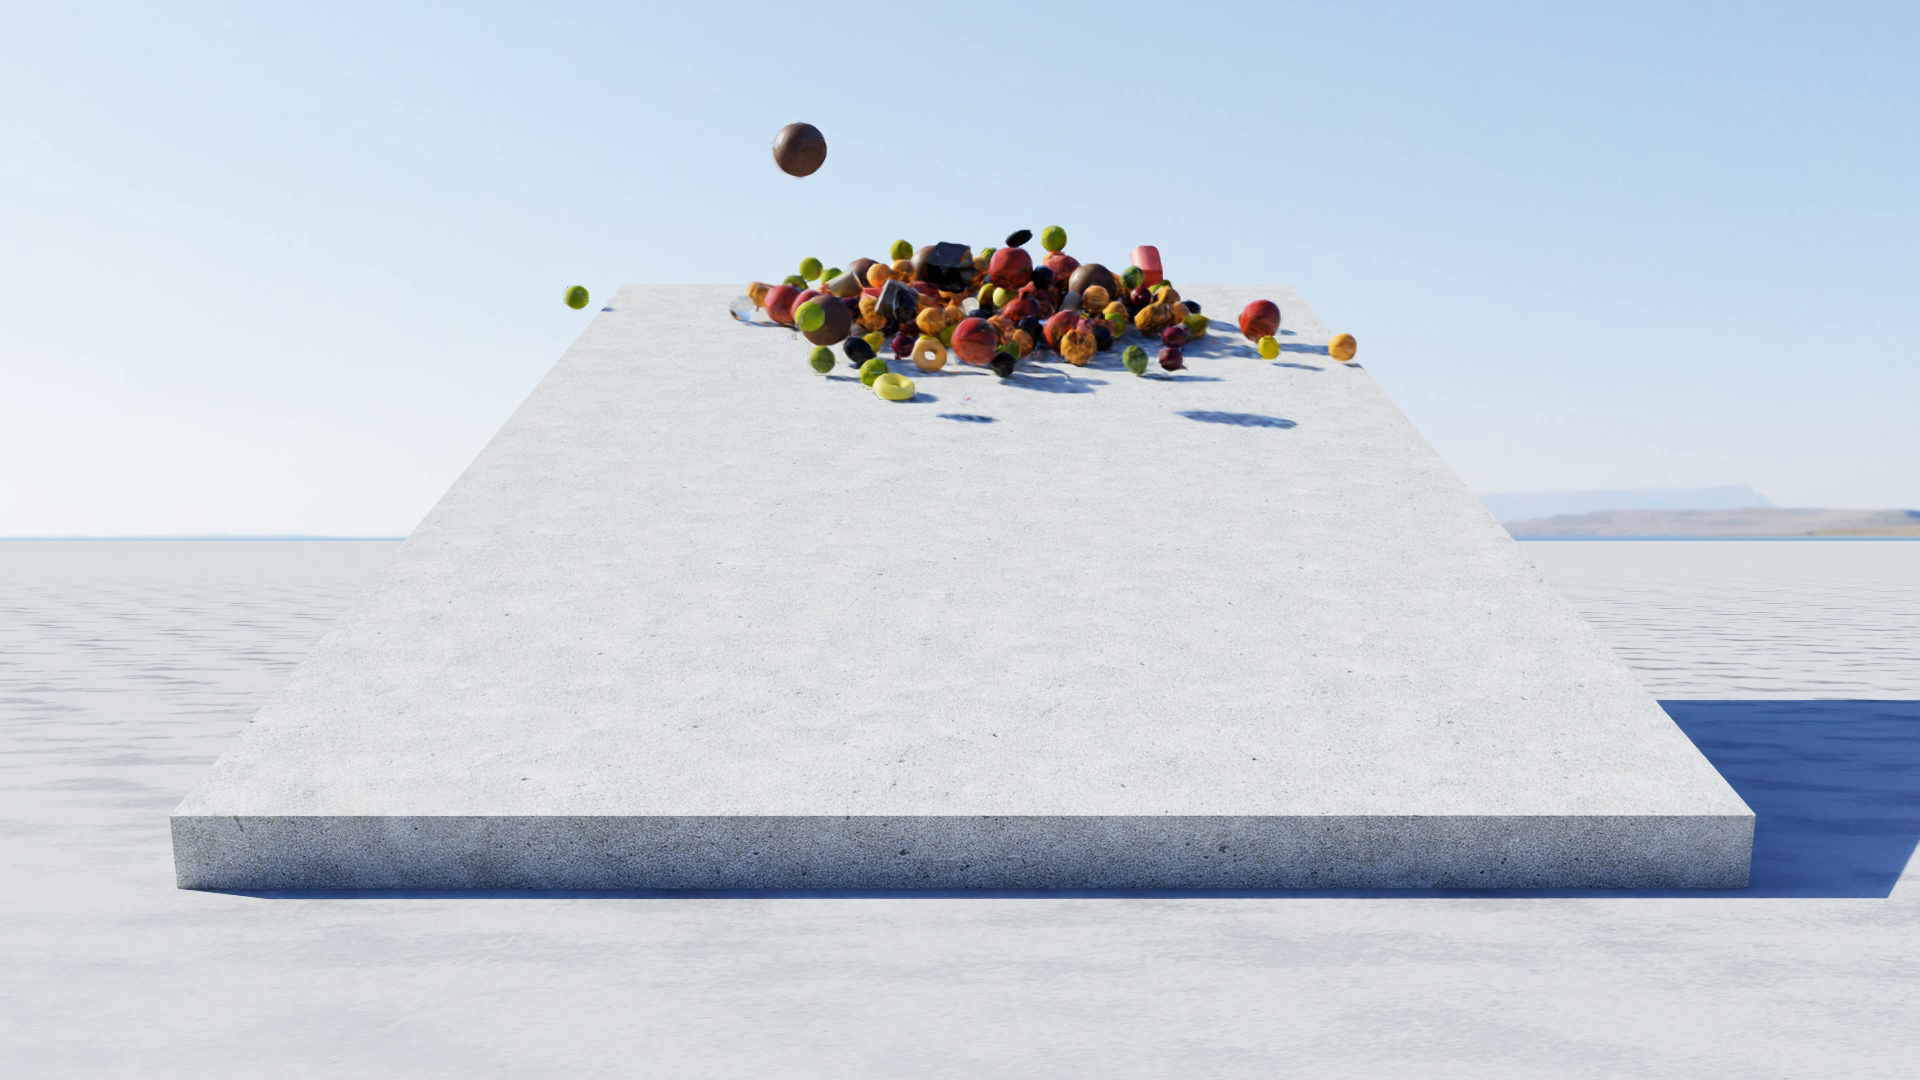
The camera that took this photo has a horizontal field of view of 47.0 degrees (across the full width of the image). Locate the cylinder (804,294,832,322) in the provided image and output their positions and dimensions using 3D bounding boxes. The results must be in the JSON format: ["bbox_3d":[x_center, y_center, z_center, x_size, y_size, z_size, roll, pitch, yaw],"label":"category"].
[{"bbox_3d":[-0.385,-0.631,6.045,0.062,0.062,0.062,25,7,15],"label":"cylinder"}]

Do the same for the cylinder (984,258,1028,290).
[{"bbox_3d":[0.131,-0.736,6.253,0.093,0.093,0.093,-36,8,-10],"label":"cylinder"}]

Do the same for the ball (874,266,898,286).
[{"bbox_3d":[-0.216,-0.772,6.517,0.070,0.070,0.070,0,0,0],"label":"ball"}]

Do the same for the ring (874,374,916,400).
[{"bbox_3d":[-0.151,-0.354,5.113,0.098,0.033,0.098,8,31,-5],"label":"ring"}]

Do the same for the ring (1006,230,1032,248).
[{"bbox_3d":[0.167,-0.854,6.259,0.080,0.027,0.080,-20,-10,-4],"label":"ring"}]

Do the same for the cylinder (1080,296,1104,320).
[{"bbox_3d":[0.362,-0.633,6.030,0.053,0.053,0.053,-17,0,0],"label":"cylinder"}]

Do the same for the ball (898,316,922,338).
[{"bbox_3d":[-0.131,-0.560,5.803,0.061,0.061,0.061,0,0,0],"label":"ball"}]

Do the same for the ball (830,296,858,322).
[{"bbox_3d":[-0.317,-0.634,6.023,0.076,0.076,0.076,0,0,0],"label":"ball"}]

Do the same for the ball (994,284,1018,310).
[{"bbox_3d":[0.121,-0.641,5.839,0.067,0.067,0.067,0,0,0],"label":"ball"}]

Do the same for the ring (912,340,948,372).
[{"bbox_3d":[-0.074,-0.452,5.405,0.088,0.088,0.029,0,-24,-13],"label":"ring"}]

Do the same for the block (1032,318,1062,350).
[{"bbox_3d":[0.223,-0.528,5.680,0.064,0.064,0.064,-5,19,-9],"label":"block"}]

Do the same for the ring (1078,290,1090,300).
[{"bbox_3d":[0.366,-0.701,6.322,0.080,0.027,0.080,-21,7,3],"label":"ring"}]

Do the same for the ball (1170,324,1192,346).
[{"bbox_3d":[0.571,-0.530,5.712,0.056,0.056,0.056,0,0,0],"label":"ball"}]

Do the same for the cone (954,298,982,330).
[{"bbox_3d":[0.049,-0.595,5.961,0.091,0.091,0.091,0,-15,44],"label":"cone"}]

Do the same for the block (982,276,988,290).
[{"bbox_3d":[0.113,-0.730,6.375,0.067,0.067,0.067,-15,22,-33],"label":"block"}]

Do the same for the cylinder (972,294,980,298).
[{"bbox_3d":[0.059,-0.635,6.046,0.062,0.062,0.062,4,22,-2],"label":"cylinder"}]

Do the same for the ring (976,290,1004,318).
[{"bbox_3d":[0.080,-0.634,6.000,0.099,0.099,0.033,0,22,-37],"label":"ring"}]

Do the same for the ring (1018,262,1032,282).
[{"bbox_3d":[0.157,-0.764,6.435,0.109,0.109,0.036,0,42,7],"label":"ring"}]

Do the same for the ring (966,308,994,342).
[{"bbox_3d":[0.060,-0.555,5.736,0.034,0.101,0.101,-43,24,-28],"label":"ring"}]

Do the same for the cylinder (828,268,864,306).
[{"bbox_3d":[-0.303,-0.673,5.873,0.072,0.072,0.072,-29,-3,6],"label":"cylinder"}]

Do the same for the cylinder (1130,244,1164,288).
[{"bbox_3d":[0.509,-0.747,6.025,0.082,0.082,0.082,-5,-31,-3],"label":"cylinder"}]

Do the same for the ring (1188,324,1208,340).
[{"bbox_3d":[0.605,-0.546,5.811,0.089,0.030,0.089,-5,16,1],"label":"ring"}]

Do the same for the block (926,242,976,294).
[{"bbox_3d":[-0.025,-0.745,6.042,0.093,0.093,0.093,12,-37,24],"label":"block"}]

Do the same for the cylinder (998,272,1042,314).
[{"bbox_3d":[0.165,-0.689,6.168,0.088,0.088,0.088,30,19,35],"label":"cylinder"}]

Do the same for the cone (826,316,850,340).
[{"bbox_3d":[-0.305,-0.551,5.821,0.069,0.069,0.069,0,0,30],"label":"cone"}]

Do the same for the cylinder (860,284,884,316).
[{"bbox_3d":[-0.224,-0.647,5.962,0.069,0.069,0.069,-22,11,-28],"label":"cylinder"}]

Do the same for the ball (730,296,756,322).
[{"bbox_3d":[-0.594,-0.630,6.024,0.072,0.072,0.072,0,0,0],"label":"ball"}]

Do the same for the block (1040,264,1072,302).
[{"bbox_3d":[0.275,-0.735,6.330,0.078,0.078,0.078,4,39,7],"label":"block"}]

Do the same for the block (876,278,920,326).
[{"bbox_3d":[-0.159,-0.604,5.599,0.084,0.084,0.084,20,12,-9],"label":"block"}]

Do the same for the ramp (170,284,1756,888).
[{"bbox_3d":[-0.002,-0.162,4.721,2.000,0.100,4.000,0,16,0],"label":"ramp"}]

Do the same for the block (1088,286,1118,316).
[{"bbox_3d":[0.395,-0.663,6.133,0.058,0.058,0.058,-16,41,-36],"label":"block"}]

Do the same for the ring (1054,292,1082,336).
[{"bbox_3d":[0.275,-0.585,5.759,0.045,0.134,0.134,27,2,3],"label":"ring"}]

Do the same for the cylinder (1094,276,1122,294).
[{"bbox_3d":[0.428,-0.738,6.422,0.059,0.059,0.059,11,7,34],"label":"cylinder"}]

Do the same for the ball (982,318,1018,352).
[{"bbox_3d":[0.101,-0.523,5.626,0.089,0.089,0.089,0,0,0],"label":"ball"}]
